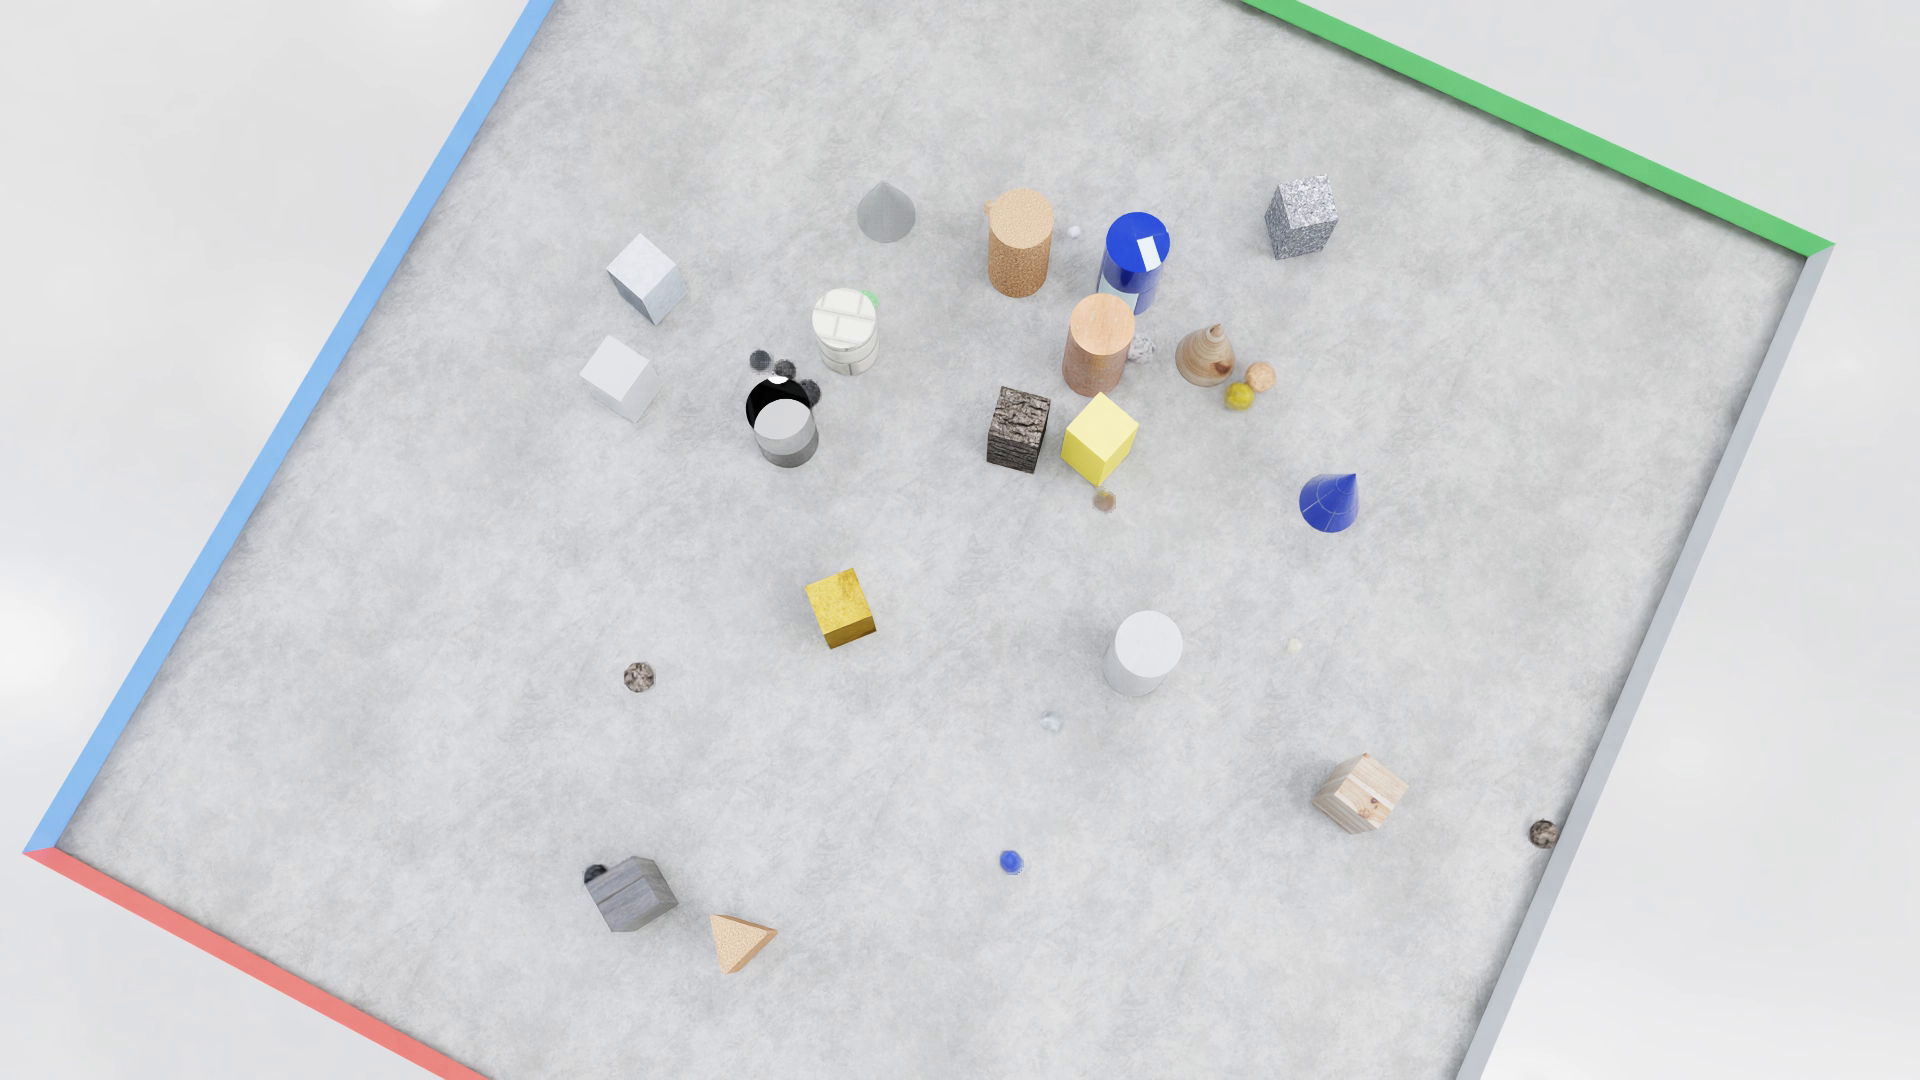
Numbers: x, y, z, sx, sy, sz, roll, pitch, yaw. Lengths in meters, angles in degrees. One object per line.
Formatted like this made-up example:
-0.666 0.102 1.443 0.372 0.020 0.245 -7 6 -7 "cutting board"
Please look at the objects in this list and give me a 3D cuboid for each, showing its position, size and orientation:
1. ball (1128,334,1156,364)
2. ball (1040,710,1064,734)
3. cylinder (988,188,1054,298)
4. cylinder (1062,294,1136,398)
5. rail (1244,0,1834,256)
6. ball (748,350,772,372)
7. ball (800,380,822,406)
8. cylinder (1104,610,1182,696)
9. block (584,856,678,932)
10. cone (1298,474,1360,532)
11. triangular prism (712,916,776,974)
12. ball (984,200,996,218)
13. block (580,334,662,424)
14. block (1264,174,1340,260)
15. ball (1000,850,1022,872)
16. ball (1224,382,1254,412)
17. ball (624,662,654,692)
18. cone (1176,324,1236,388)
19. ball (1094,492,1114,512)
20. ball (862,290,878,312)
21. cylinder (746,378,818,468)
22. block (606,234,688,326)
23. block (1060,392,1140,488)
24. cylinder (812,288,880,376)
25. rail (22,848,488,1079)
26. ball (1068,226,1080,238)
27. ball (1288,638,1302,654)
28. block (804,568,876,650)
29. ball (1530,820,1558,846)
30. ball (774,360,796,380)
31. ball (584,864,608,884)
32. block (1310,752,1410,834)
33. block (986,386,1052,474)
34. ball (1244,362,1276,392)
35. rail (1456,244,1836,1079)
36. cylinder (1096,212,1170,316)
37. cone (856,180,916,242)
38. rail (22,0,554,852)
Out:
0.560 -0.592 5.691 0.094 0.094 0.094 0 78 0 "ball"
0.276 0.541 5.469 0.069 0.069 0.069 0 78 0 "ball"
0.182 -0.899 5.581 0.188 0.434 0.188 0 78 0 "cylinder"
0.413 -0.581 5.514 0.188 0.436 0.188 0 78 0 "cylinder"
0.906 -1.768 5.919 4.028 0.122 0.045 26 80 5 "rail"
-0.621 -0.557 5.696 0.070 0.070 0.070 0 78 0 "ball"
-0.472 -0.452 5.667 0.084 0.084 0.084 0 78 0 "ball"
0.526 0.334 5.323 0.188 0.440 0.188 0 78 0 "cylinder"
-0.930 1.011 5.222 0.151 0.362 0.151 -31 80 -6 "block"
1.137 -0.152 5.451 0.188 0.386 0.188 0 78 0 "cone"
-0.641 1.123 5.221 0.163 0.319 0.141 -43 82 -8 "triangular prism"
0.103 -1.048 5.805 0.055 0.055 0.055 0 78 0 "ball"
-1.031 -0.488 5.587 0.151 0.254 0.151 33 80 6 "block"
1.057 -0.999 5.685 0.151 0.271 0.151 -12 79 -2 "block"
0.148 0.944 5.387 0.066 0.066 0.066 0 78 0 "ball"
0.860 -0.443 5.661 0.092 0.092 0.092 0 78 0 "ball"
-0.961 0.412 5.484 0.092 0.092 0.092 0 78 0 "ball"
0.768 -0.604 5.565 0.188 0.345 0.188 0 78 0 "cone"
0.441 -0.118 5.609 0.063 0.063 0.063 0 78 0 "ball"
-0.297 -0.738 5.727 0.083 0.083 0.083 0 78 0 "ball"
-0.531 -0.349 5.511 0.188 0.348 0.188 0 78 0 "cylinder"
-0.963 -0.801 5.655 0.151 0.250 0.151 41 81 8 "block"
0.417 -0.297 5.508 0.151 0.332 0.151 41 81 8 "block"
-0.346 -0.634 5.603 0.188 0.283 0.188 0 78 0 "cylinder"
-0.906 1.781 5.185 4.028 0.122 0.045 26 80 5 "rail"
0.359 -0.973 5.797 0.041 0.041 0.041 0 78 0 "ball"
1.010 0.320 5.527 0.045 0.045 0.045 0 78 0 "ball"
-0.350 0.206 5.420 0.151 0.301 0.151 -22 79 -4 "block"
1.720 0.864 5.397 0.080 0.080 0.080 0 78 0 "ball"
-0.542 -0.523 5.690 0.067 0.067 0.067 0 78 0 "ball"
-1.064 0.990 5.372 0.078 0.078 0.078 0 78 0 "ball"
1.148 0.734 5.280 0.151 0.361 0.151 38 81 7 "block"
0.174 -0.327 5.512 0.151 0.338 0.151 15 79 3 "block"
0.929 -0.504 5.673 0.093 0.093 0.093 0 78 0 "ball"
1.780 0.878 5.371 0.045 0.122 4.099 26 80 5 "rail"
0.523 -0.834 5.581 0.188 0.406 0.188 0 78 0 "cylinder"
-0.235 -1.063 5.691 0.188 0.285 0.188 0 78 0 "cone"
-1.780 -0.865 5.732 0.045 0.122 4.099 26 80 5 "rail"
